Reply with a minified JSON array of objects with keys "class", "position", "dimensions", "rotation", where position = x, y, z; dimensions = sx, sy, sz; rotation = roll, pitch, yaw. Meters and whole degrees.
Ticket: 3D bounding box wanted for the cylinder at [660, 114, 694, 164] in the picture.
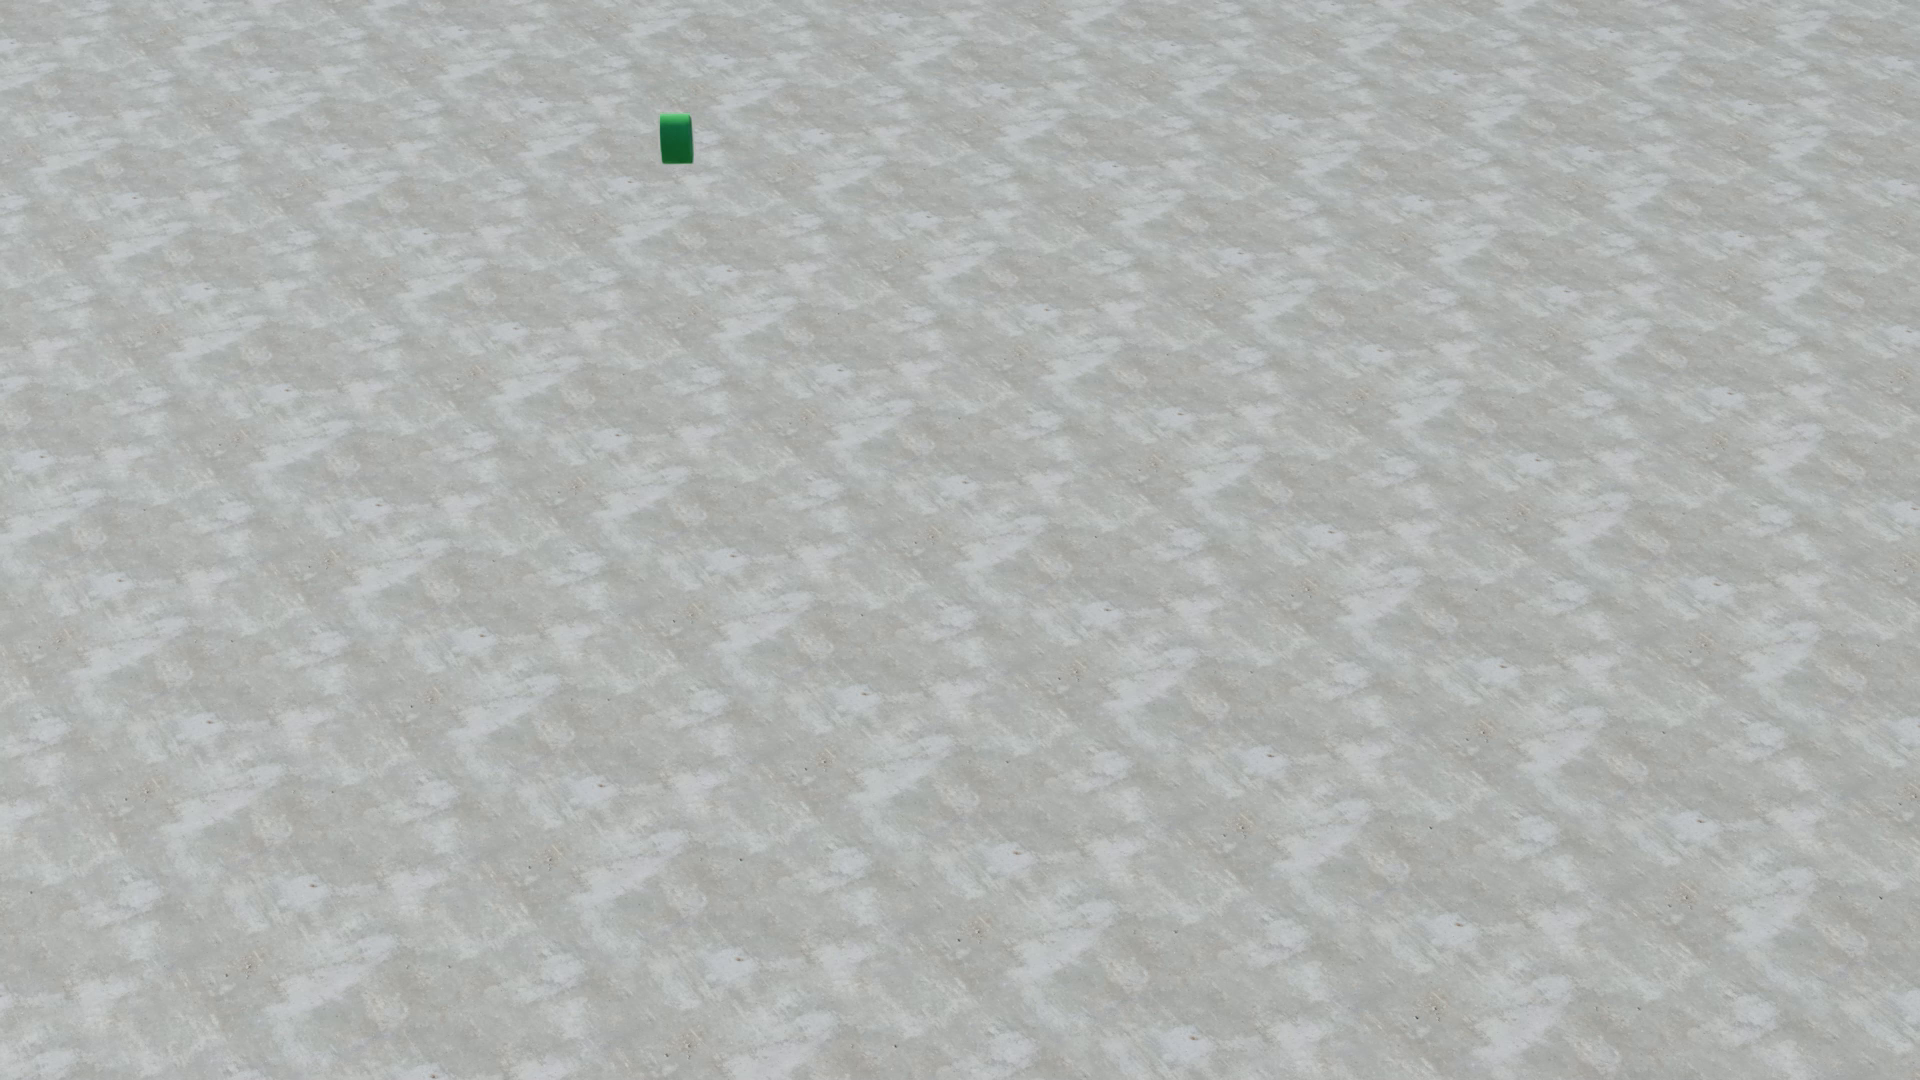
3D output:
[{"class":"cylinder","position":[-0.819,-1.159,8.470],"dimensions":[0.084,0.154,0.106],"rotation":[-1,35,0]}]
